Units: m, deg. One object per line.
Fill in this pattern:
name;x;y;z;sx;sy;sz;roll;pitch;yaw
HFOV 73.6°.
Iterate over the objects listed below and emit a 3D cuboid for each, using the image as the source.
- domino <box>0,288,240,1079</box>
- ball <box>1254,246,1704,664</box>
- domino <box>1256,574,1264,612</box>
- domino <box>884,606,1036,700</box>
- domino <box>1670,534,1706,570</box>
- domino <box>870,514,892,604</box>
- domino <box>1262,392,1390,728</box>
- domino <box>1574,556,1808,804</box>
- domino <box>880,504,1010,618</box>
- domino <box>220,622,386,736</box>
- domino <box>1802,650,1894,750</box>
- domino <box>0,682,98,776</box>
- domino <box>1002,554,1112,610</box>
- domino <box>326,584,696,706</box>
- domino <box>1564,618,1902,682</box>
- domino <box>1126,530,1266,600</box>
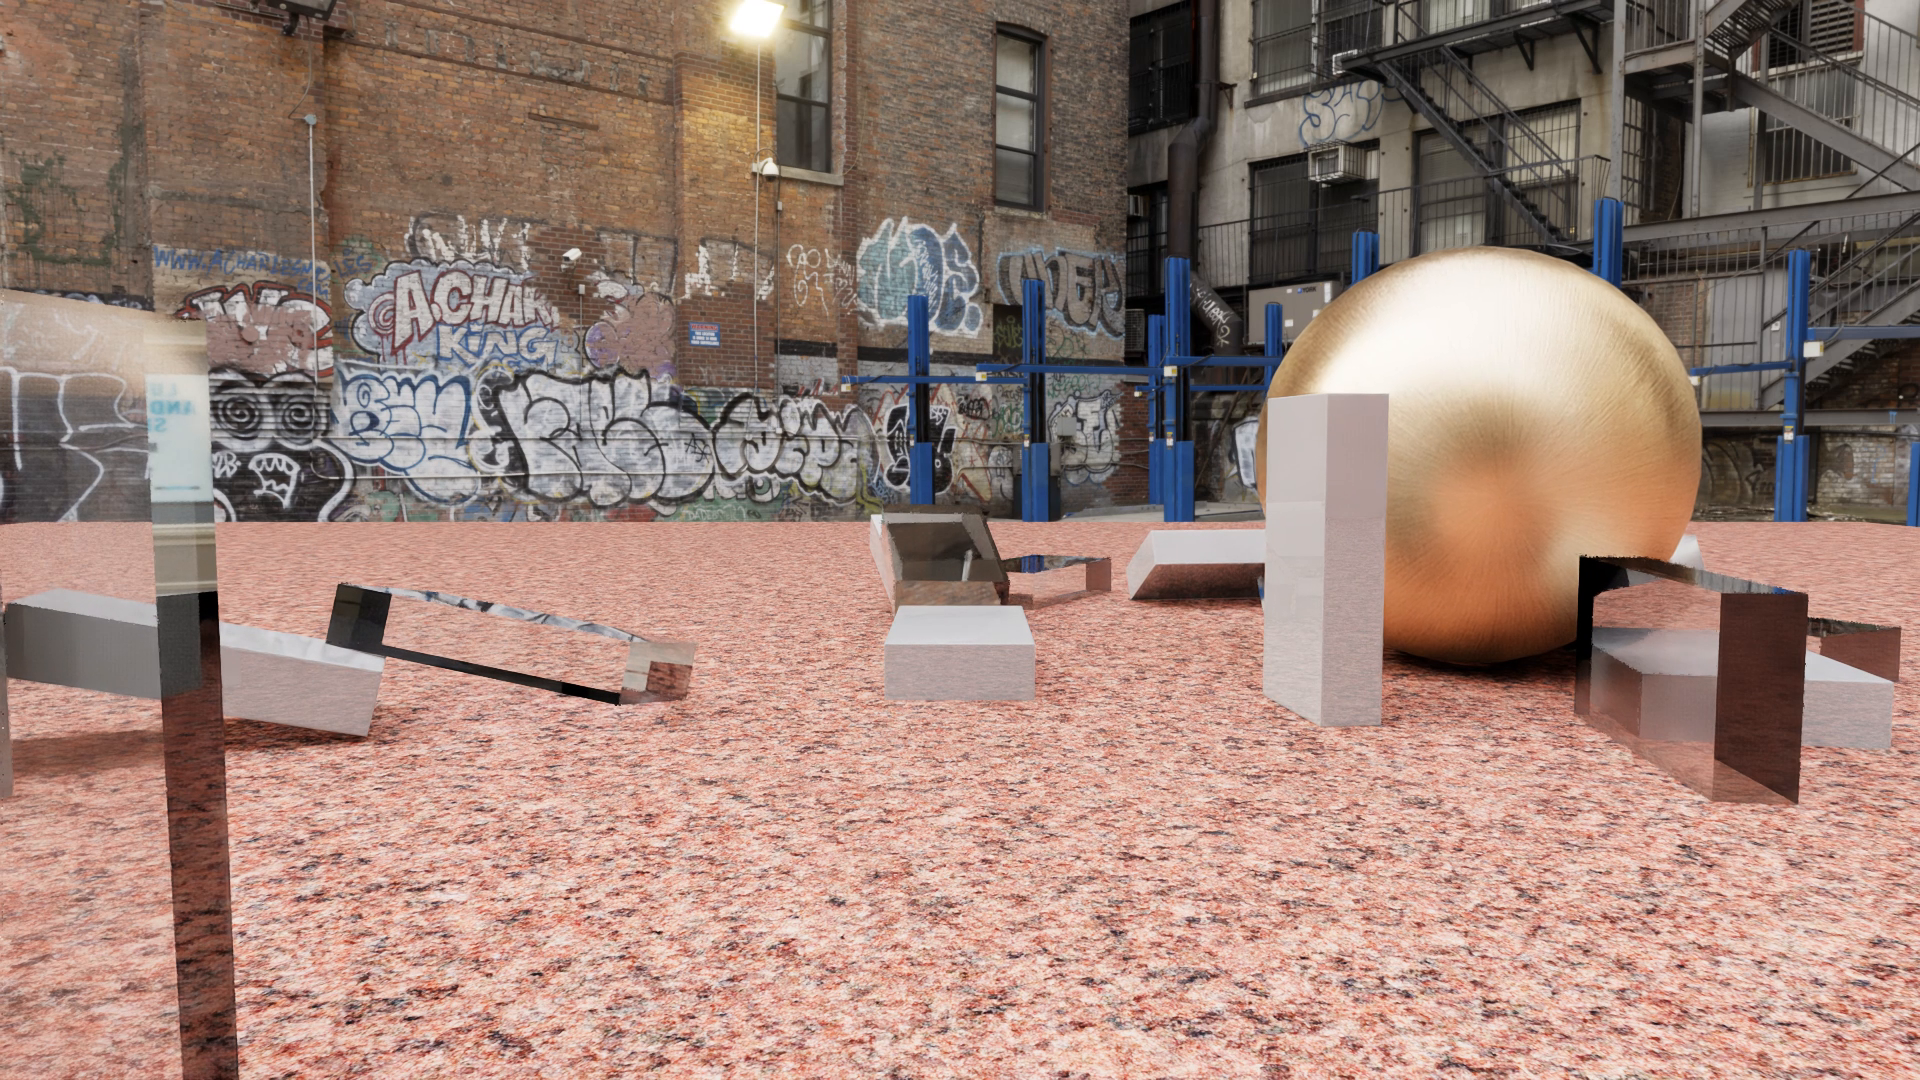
domino;-0.051;0.012;0.067;0.009;0.050;0.025;0;4;2
ball;0.098;-0.016;0.249;0.080;0.080;0.080;0;4;0
domino;0.101;0.009;0.312;0.050;0.009;0.025;-14;-7;41
domino;0.000;0.020;0.238;0.025;0.009;0.050;0;4;0
domino;0.132;0.010;0.283;0.025;0.009;0.050;-4;-10;-44
domino;-0.007;0.006;0.325;0.025;0.010;0.050;-1;21;-12
domino;0.057;0.002;0.204;0.009;0.050;0.025;0;4;-7
domino;0.098;0.017;0.176;0.009;0.025;0.050;1;4;8
domino;-0.005;0.004;0.304;0.025;0.009;0.050;1;21;-8
domino;-0.111;0.018;0.186;0.050;0.009;0.025;14;-3;-22
domino;0.123;0.022;0.205;0.025;0.010;0.050;1;4;13
domino;-0.144;0.025;0.168;0.050;0.009;0.025;-2;5;-29
domino;0.020;0.011;0.356;0.025;0.009;0.050;3;5;30
domino;-0.071;0.017;0.207;0.050;0.009;0.025;10;-3;12
domino;0.147;0.019;0.248;0.025;0.010;0.050;-2;5;-27
domino;0.072;0.007;0.344;0.050;0.009;0.025;-1;-24;-9
